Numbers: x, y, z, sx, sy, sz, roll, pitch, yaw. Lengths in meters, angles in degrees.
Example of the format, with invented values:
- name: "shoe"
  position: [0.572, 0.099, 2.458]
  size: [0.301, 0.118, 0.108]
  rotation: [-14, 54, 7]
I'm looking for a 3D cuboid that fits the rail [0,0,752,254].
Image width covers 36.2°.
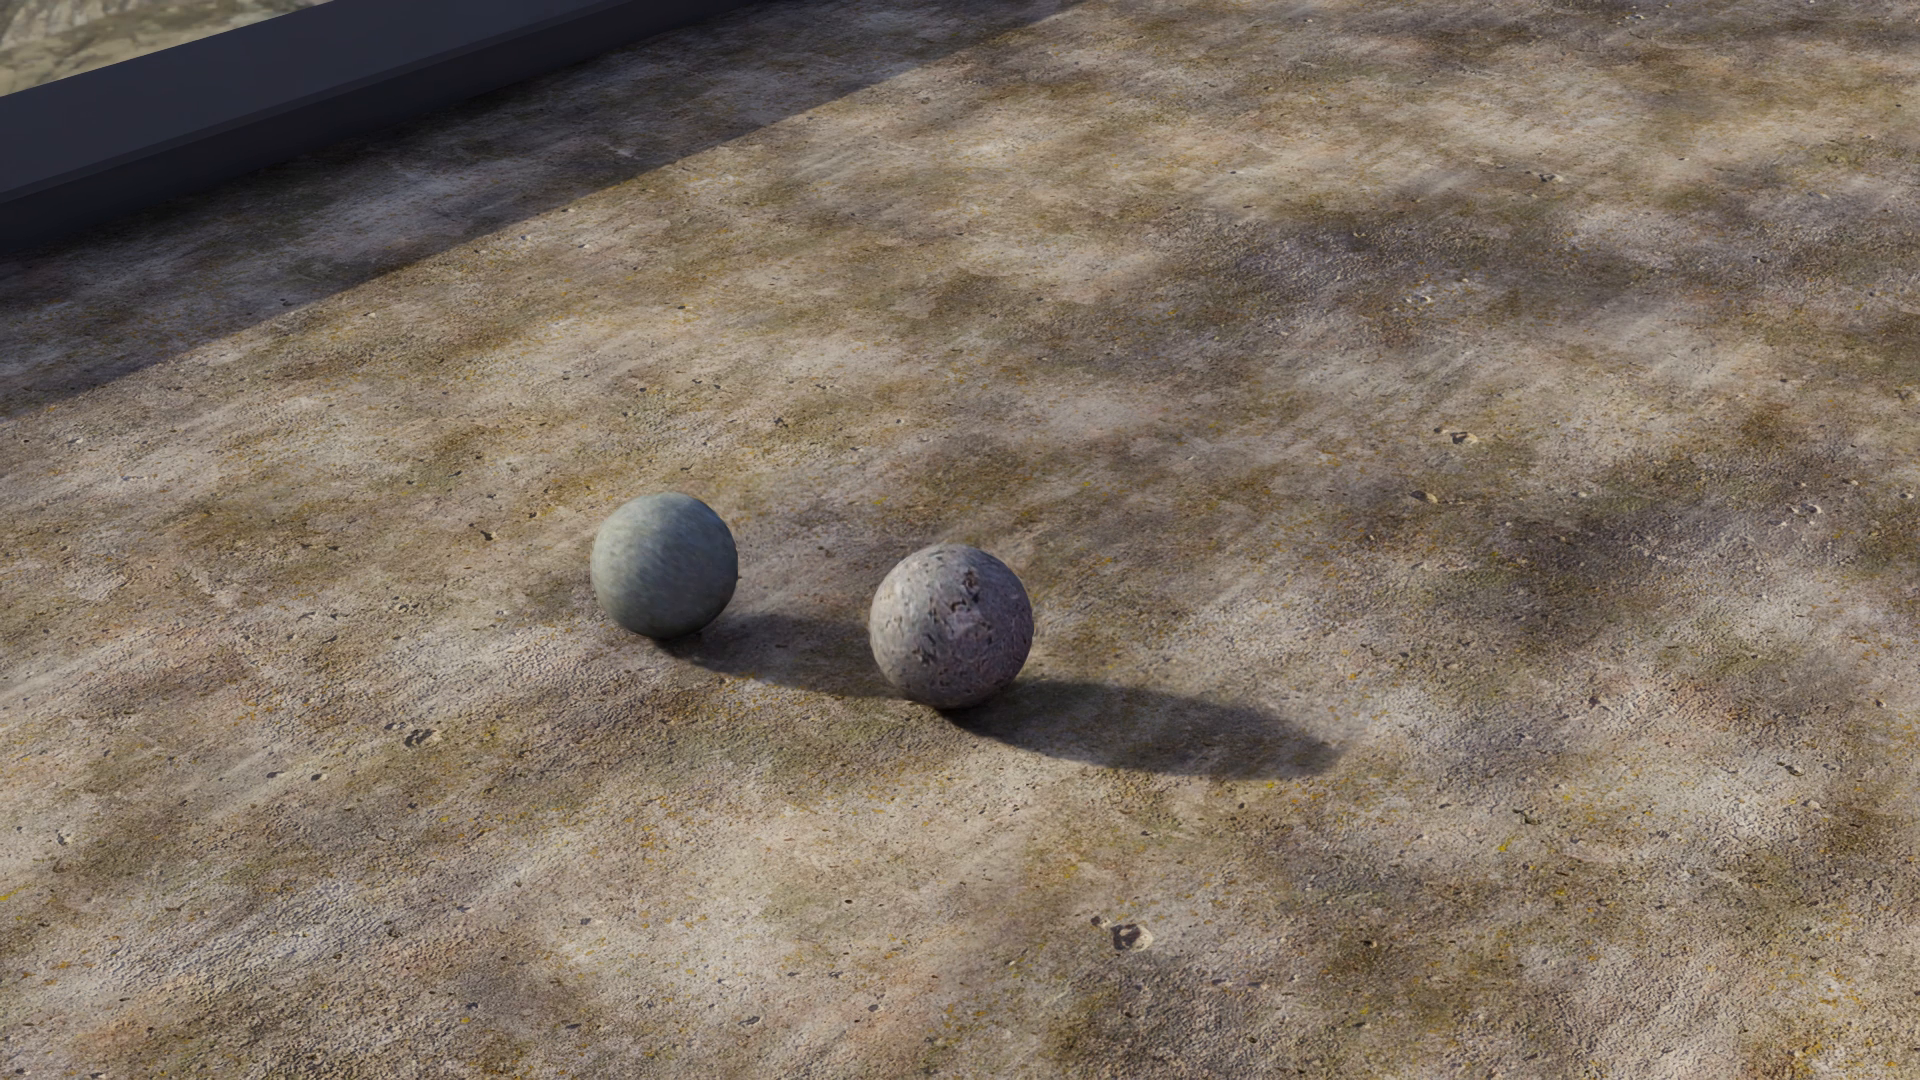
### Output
- name: "rail"
  position: [-0.234, -0.595, 2.995]
  size: [0.045, 0.126, 3.852]
  rotation: [17, 30, 32]

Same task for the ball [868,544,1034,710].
- name: "ball"
  position: [-0.005, 0.049, 1.675]
  size: [0.094, 0.094, 0.094]
  rotation: [0, 25, 0]

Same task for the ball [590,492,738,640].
- name: "ball"
  position: [-0.176, 0.015, 1.754]
  size: [0.088, 0.088, 0.088]
  rotation: [0, 25, 0]
